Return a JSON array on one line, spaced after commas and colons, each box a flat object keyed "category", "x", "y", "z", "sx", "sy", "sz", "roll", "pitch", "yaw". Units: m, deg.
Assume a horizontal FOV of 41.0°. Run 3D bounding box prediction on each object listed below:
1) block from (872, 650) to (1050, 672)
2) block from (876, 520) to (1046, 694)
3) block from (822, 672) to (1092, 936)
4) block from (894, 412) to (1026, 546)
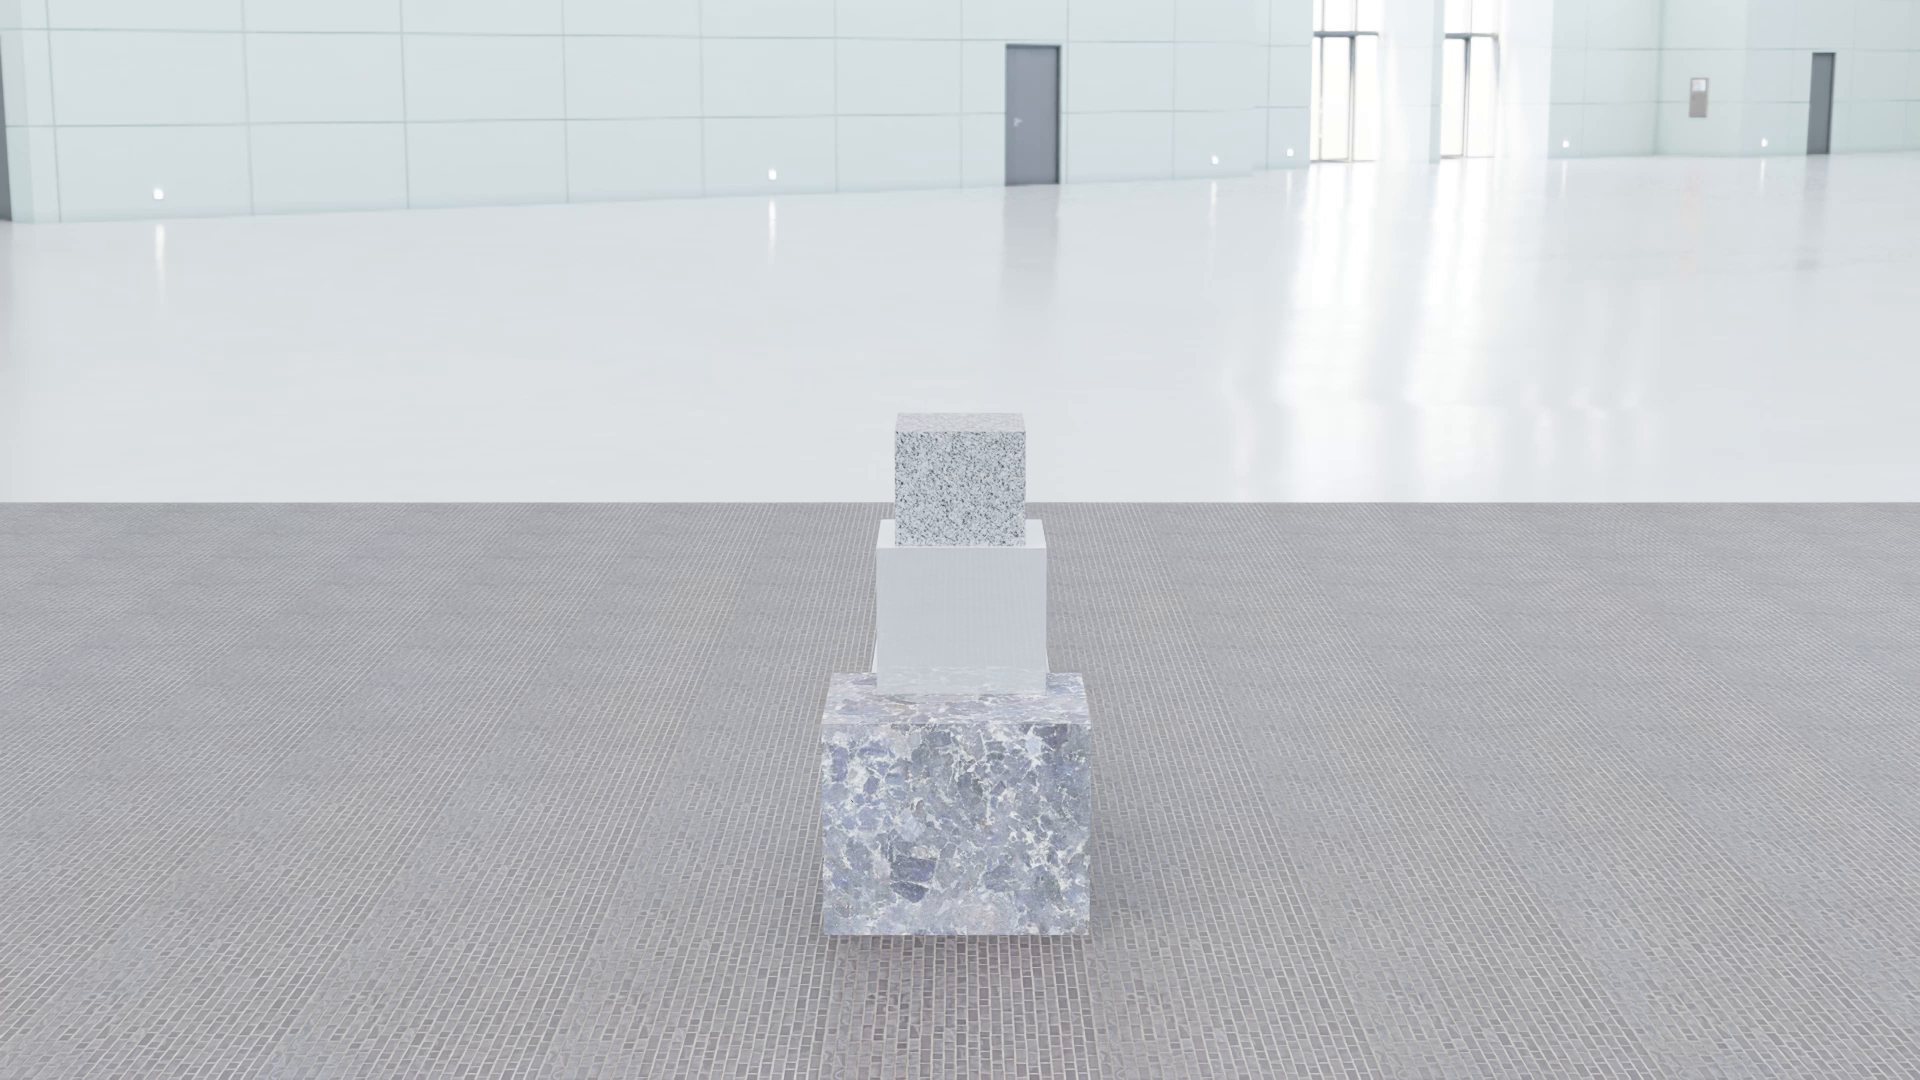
[{"category": "block", "x": 0.003, "y": 0.971, "z": 11.823, "sx": 0.799, "sy": 0.860, "sz": 0.820, "roll": 0, "pitch": 10, "yaw": 0}, {"category": "block", "x": 0.006, "y": 0.282, "z": 11.232, "sx": 0.719, "sy": 0.632, "sz": 0.707, "roll": 0, "pitch": 10, "yaw": 0}, {"category": "block", "x": -0.015, "y": 1.109, "z": 10.960, "sx": 1.098, "sy": 0.897, "sz": 0.907, "roll": 0, "pitch": 10, "yaw": 0}, {"category": "block", "x": 0.001, "y": -0.269, "z": 11.131, "sx": 0.553, "sy": 0.490, "sz": 0.605, "roll": 0, "pitch": 10, "yaw": 0}]
